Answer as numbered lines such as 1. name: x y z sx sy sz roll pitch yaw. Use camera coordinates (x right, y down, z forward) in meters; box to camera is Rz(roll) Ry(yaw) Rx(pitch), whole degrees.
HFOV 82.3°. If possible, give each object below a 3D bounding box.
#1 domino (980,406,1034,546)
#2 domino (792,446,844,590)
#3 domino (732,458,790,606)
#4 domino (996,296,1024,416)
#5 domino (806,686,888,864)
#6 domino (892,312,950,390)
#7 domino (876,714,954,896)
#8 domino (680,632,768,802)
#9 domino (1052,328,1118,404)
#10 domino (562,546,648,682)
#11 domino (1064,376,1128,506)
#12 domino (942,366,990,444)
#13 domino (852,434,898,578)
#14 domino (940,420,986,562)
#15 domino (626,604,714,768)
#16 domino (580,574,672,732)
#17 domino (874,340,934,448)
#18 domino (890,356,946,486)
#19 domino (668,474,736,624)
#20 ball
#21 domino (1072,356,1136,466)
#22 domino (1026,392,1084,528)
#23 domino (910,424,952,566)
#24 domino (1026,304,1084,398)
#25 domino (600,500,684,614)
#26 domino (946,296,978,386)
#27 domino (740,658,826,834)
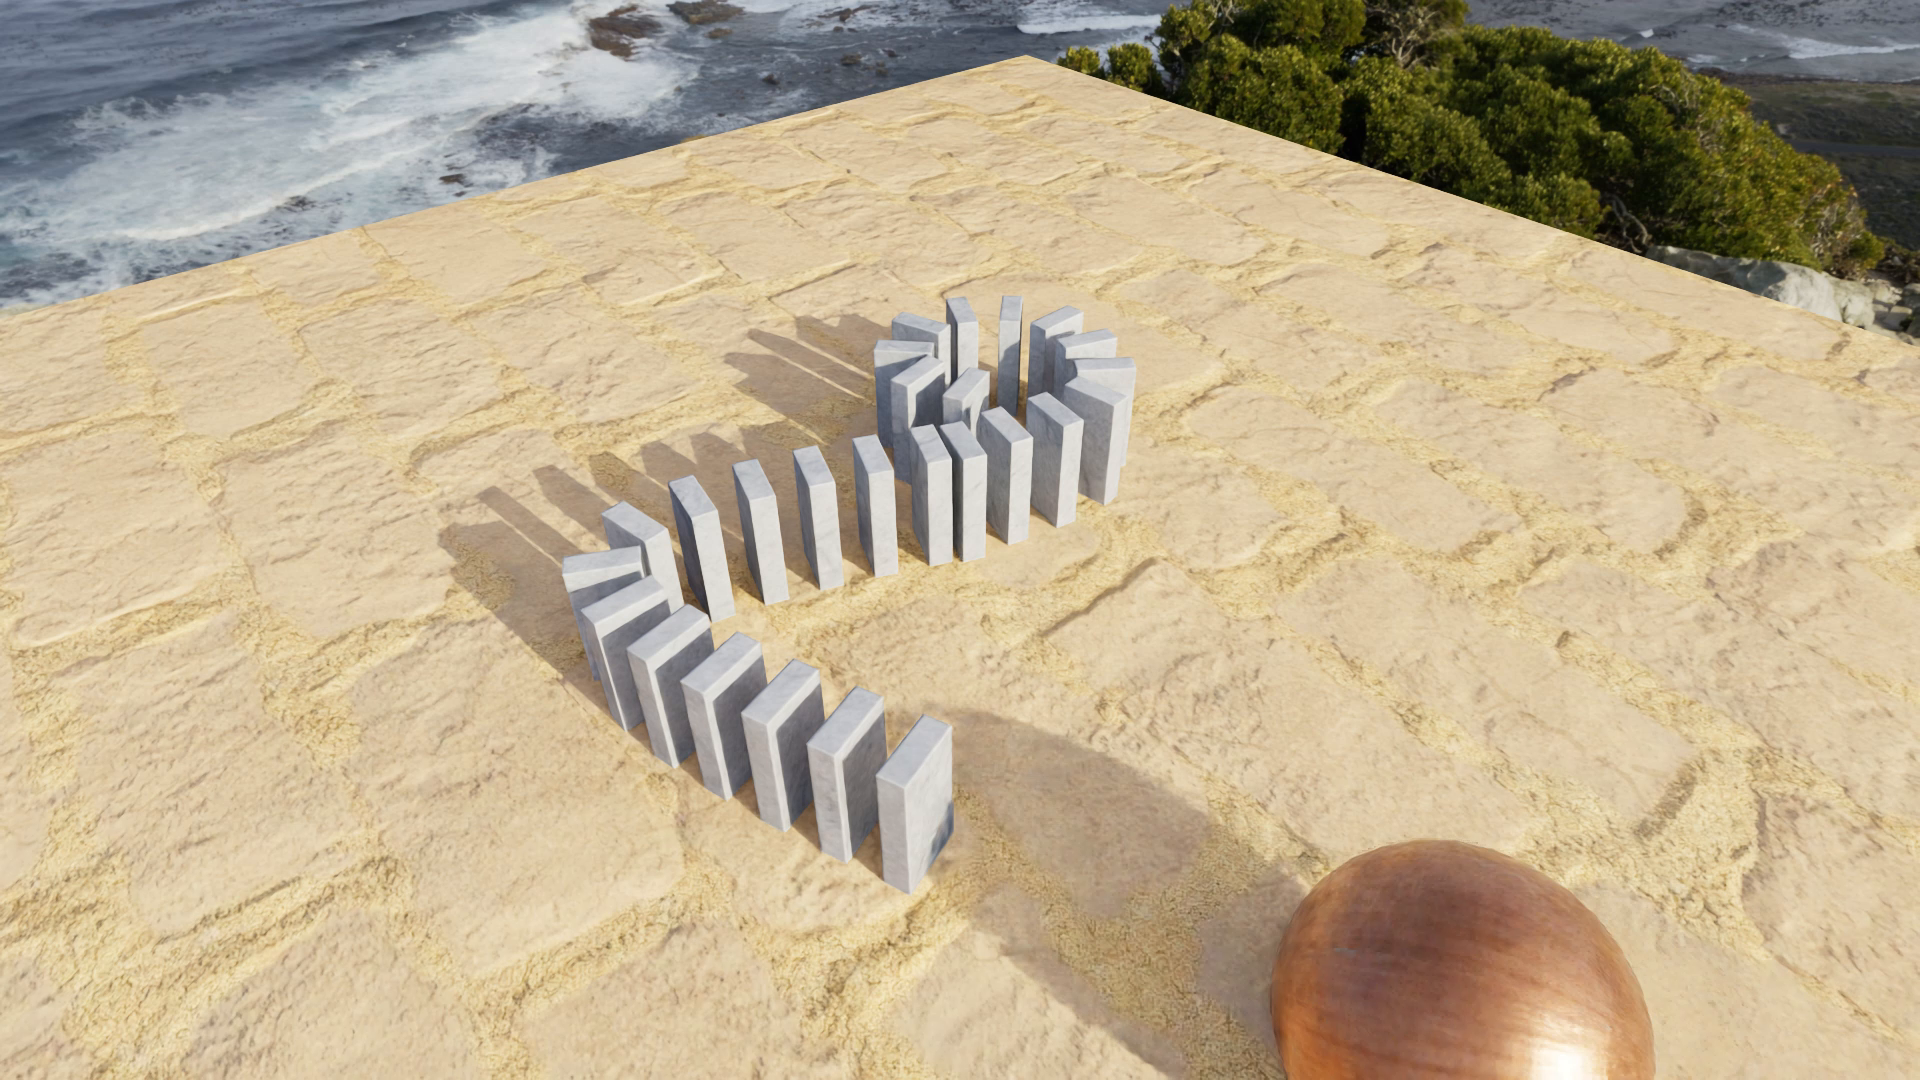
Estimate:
1. domino: 0.018 -0.025 0.443 0.009 0.050 0.025 -19 43 -21
2. domino: -0.054 -0.008 0.421 0.009 0.050 0.025 -14 41 -16
3. domino: -0.075 -0.003 0.415 0.010 0.050 0.025 -15 42 -18
4. domino: 0.023 -0.086 0.517 0.009 0.050 0.025 3 39 4
5. domino: -0.032 0.070 0.326 0.009 0.050 0.025 19 43 22
6. domino: -0.017 -0.078 0.506 0.025 0.050 0.009 20 44 23
7. domino: -0.012 0.077 0.318 0.009 0.050 0.025 20 43 22
8. domino: -0.071 0.056 0.344 0.010 0.050 0.025 22 44 25
9. domino: 0.055 -0.069 0.495 0.025 0.050 0.010 -15 42 -17
10. domino: -0.119 0.026 0.380 0.025 0.050 0.009 -9 40 -11
11. domino: 0.055 -0.041 0.462 0.025 0.050 0.010 29 47 31
12. domino: 0.003 -0.045 0.466 0.010 0.050 0.025 17 42 20
13. domino: -0.033 -0.013 0.427 0.010 0.050 0.025 -12 41 -14
14. domino: 0.001 -0.019 0.434 0.010 0.050 0.025 -14 41 -17
15. domino: -0.090 0.047 0.354 0.010 0.050 0.025 25 45 27
16. domino: -0.107 0.038 0.365 0.025 0.050 0.009 -30 48 -31
17. domino: -0.024 -0.064 0.490 0.025 0.050 0.009 4 40 5
18. domino: -0.018 -0.051 0.474 0.009 0.050 0.025 25 46 28
19. domino: -0.095 0.004 0.407 0.009 0.050 0.025 -21 44 -23
20. ball: 0.113 0.110 0.253 0.080 0.080 0.080 0 39 0
21. domino: 0.061 -0.055 0.478 0.025 0.050 0.010 -3 39 -4
22. domino: 0.038 -0.033 0.451 0.009 0.050 0.025 -22 44 -24
23. domino: -0.011 -0.017 0.433 0.010 0.050 0.025 -11 41 -13
24. domino: 0.044 -0.081 0.510 0.025 0.050 0.009 -31 48 -32
25. domino: -0.113 0.013 0.396 0.025 0.050 0.009 28 47 30
26. domino: 0.001 -0.085 0.516 0.009 0.050 0.025 -8 40 -10
27. domino: -0.052 0.063 0.335 0.010 0.050 0.025 20 43 23
